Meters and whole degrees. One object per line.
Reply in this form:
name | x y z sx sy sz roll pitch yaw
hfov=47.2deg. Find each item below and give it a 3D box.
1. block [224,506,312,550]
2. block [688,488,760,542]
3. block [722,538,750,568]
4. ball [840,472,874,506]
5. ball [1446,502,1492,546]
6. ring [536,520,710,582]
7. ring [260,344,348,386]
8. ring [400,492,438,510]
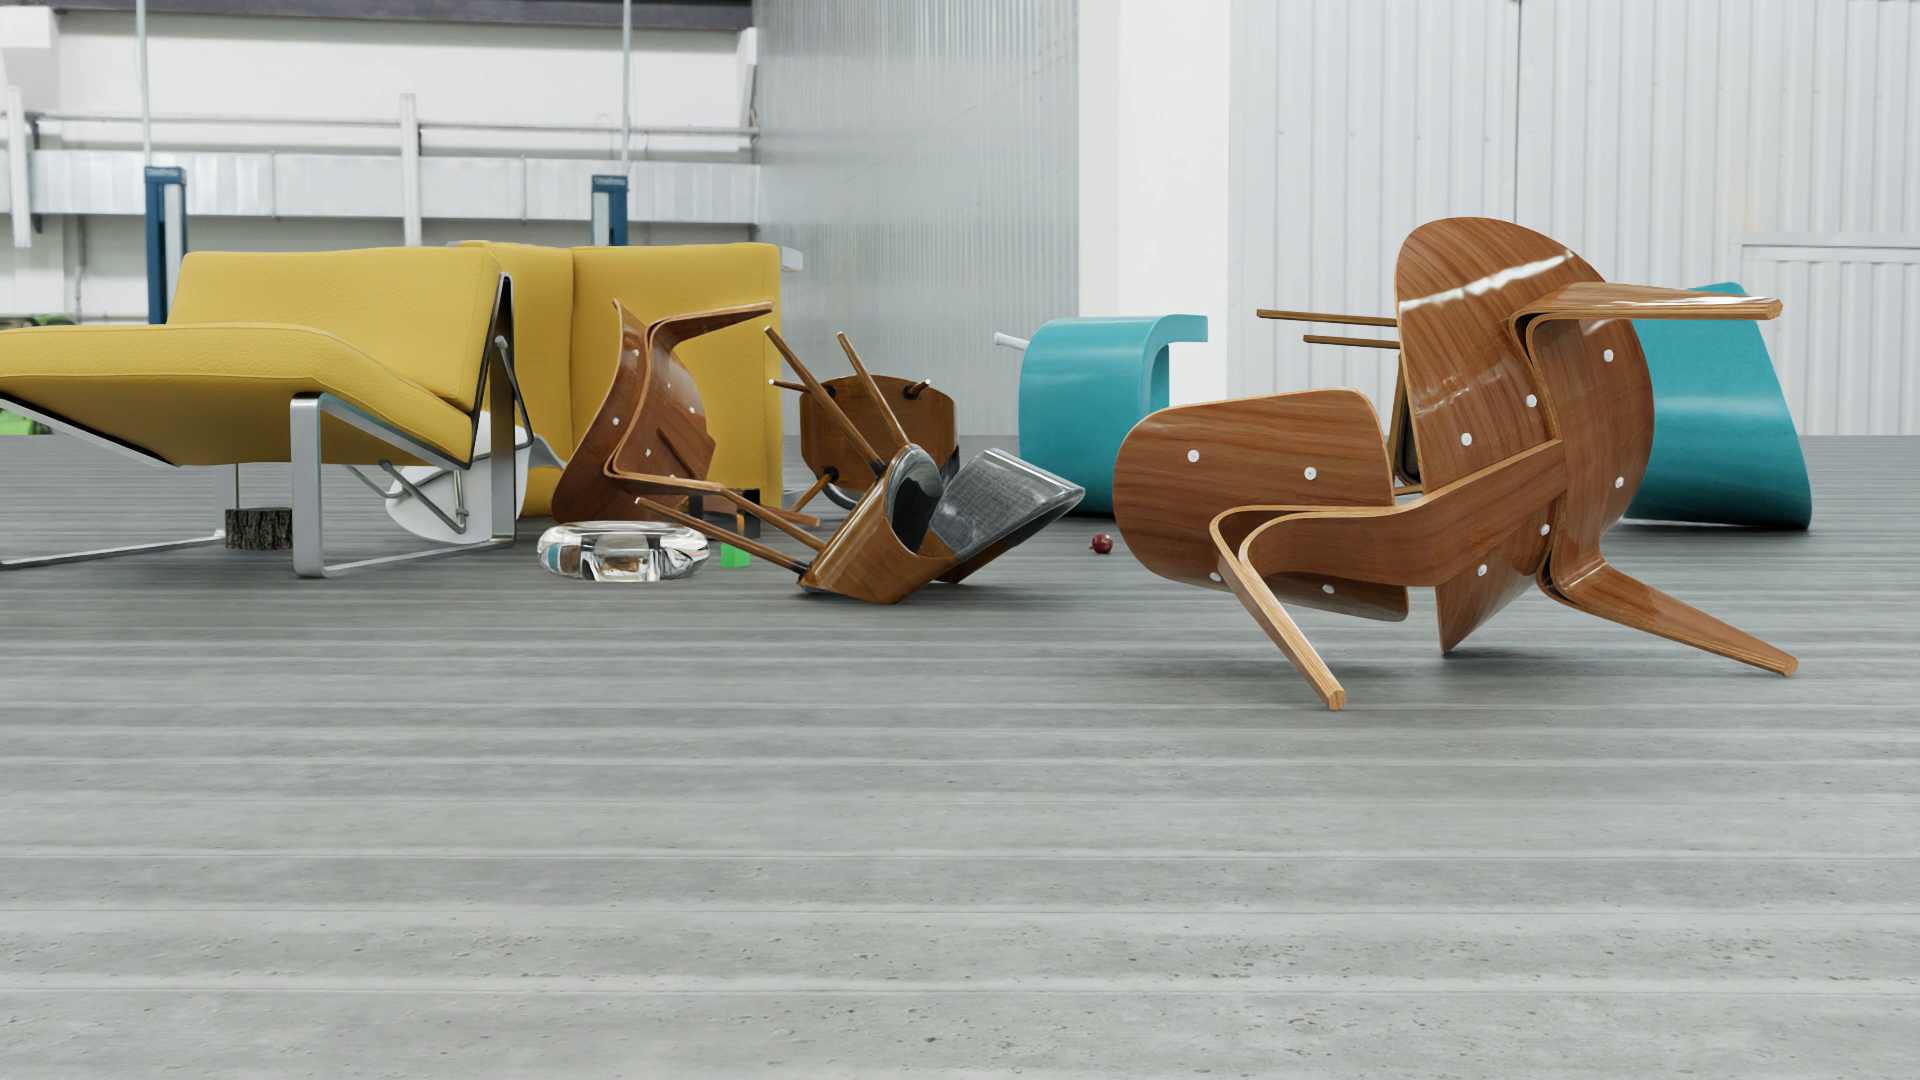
block | -1.957 -0.033 6.225 0.163 0.110 0.174 3 5 40
block | -0.703 -0.077 6.577 0.158 0.149 0.155 1 4 21
block | -0.570 0.032 5.580 0.039 0.068 0.077 2 4 23
ball | -0.394 -0.194 8.422 0.131 0.131 0.131 0 4 0
ball | 1.452 -0.045 6.264 0.128 0.128 0.128 0 4 0
ring | -0.807 0.026 5.273 0.424 0.126 0.364 2 5 19
ring | -1.757 -0.467 5.891 0.271 0.072 0.217 -1 -14 39
ring | -2.012 -0.144 8.170 0.139 0.067 0.149 2 5 11
